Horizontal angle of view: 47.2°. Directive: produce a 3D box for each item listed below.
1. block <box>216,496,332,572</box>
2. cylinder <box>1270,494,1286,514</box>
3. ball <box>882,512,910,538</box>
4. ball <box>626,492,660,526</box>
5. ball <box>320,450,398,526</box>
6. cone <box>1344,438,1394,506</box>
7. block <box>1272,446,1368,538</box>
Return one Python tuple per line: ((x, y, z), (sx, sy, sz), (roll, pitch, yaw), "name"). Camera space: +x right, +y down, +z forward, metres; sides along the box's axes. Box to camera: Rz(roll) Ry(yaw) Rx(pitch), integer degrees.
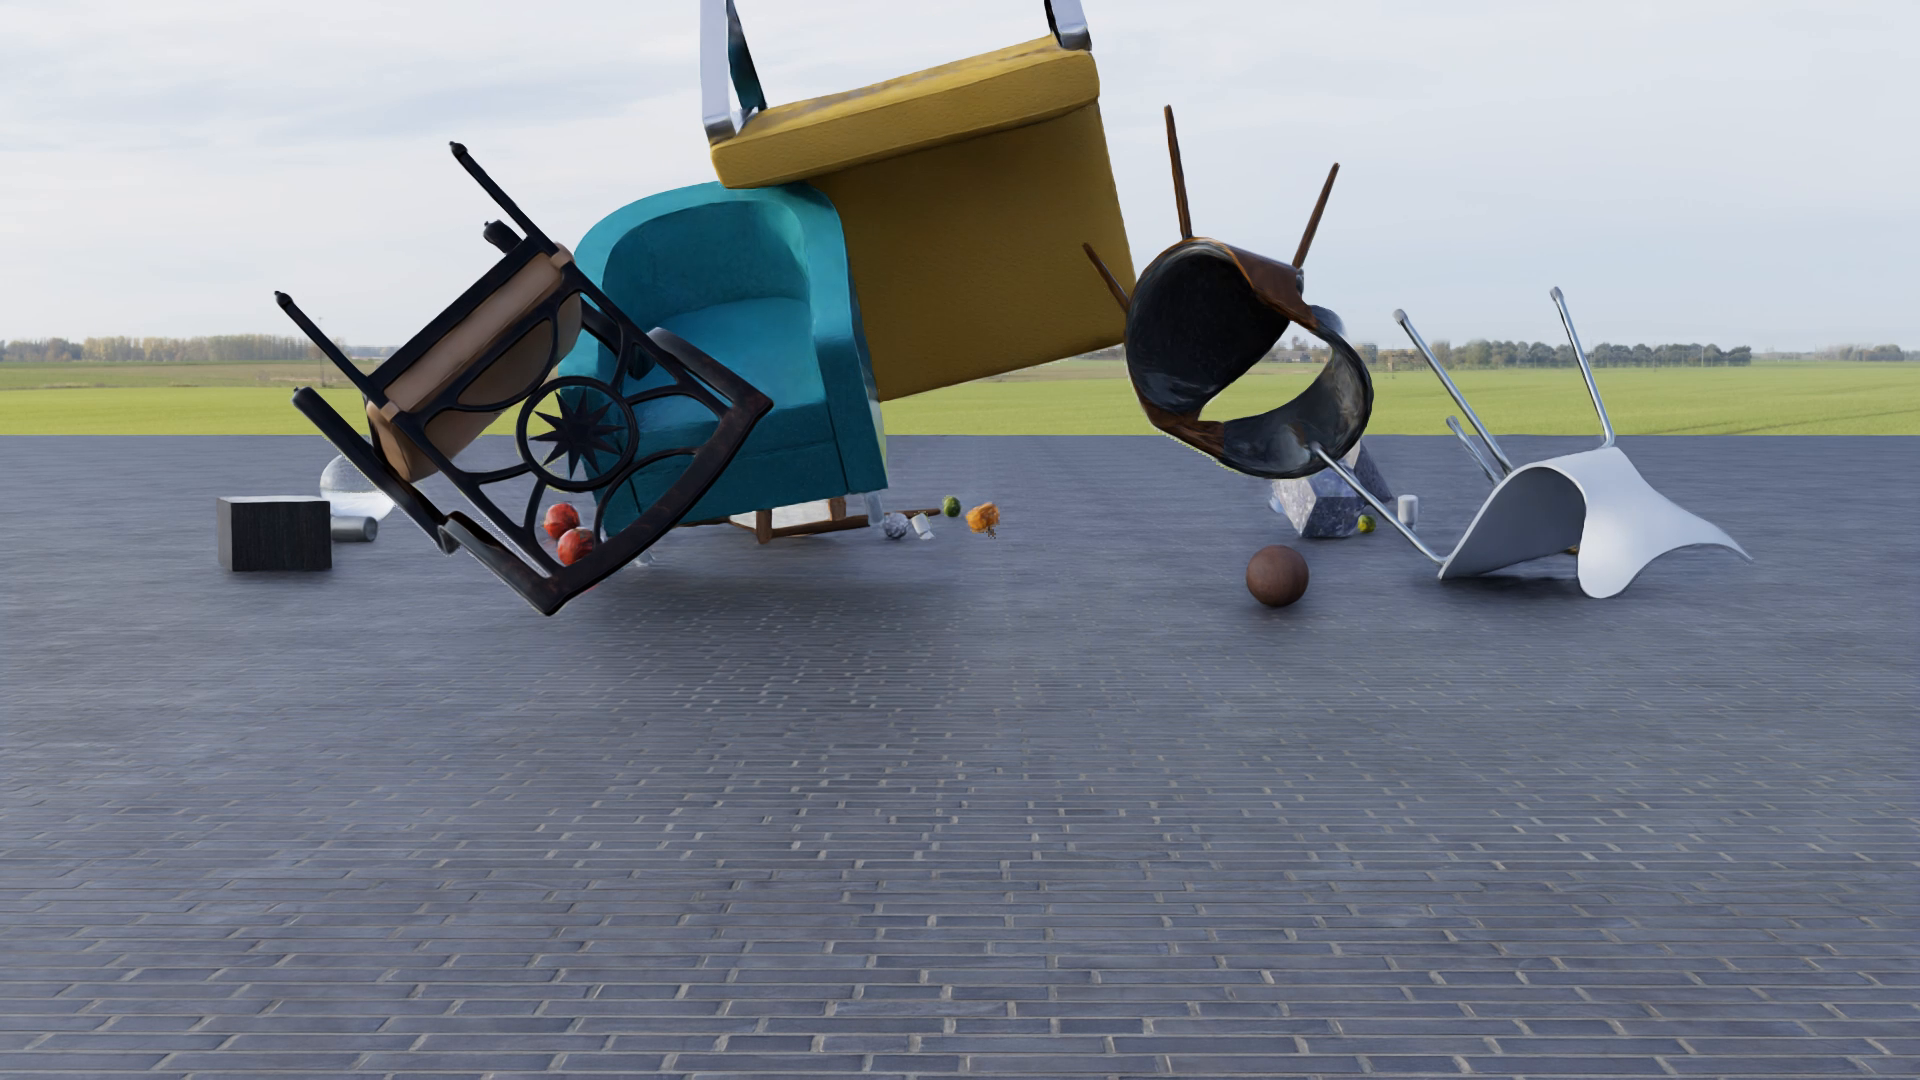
((-1.749, -0.020, 5.600), (0.238, 0.169, 0.301), (-2, 4, -25), "block")
((1.207, -0.175, 7.921), (0.187, 0.108, 0.103), (-24, 61, -38), "cylinder")
((-0.193, -0.044, 6.613), (0.080, 0.080, 0.080), (0, 4, 0), "ball")
((-1.042, -0.101, 7.227), (0.109, 0.109, 0.109), (0, 4, 0), "ball")
((-1.962, -0.169, 7.182), (0.250, 0.250, 0.250), (0, 4, 0), "ball")
((1.470, -0.186, 7.922), (0.219, 0.314, 0.273), (24, 43, -4), "cone")
((1.095, -0.149, 6.705), (0.173, 0.161, 0.239), (-1, 43, -20), "block")
